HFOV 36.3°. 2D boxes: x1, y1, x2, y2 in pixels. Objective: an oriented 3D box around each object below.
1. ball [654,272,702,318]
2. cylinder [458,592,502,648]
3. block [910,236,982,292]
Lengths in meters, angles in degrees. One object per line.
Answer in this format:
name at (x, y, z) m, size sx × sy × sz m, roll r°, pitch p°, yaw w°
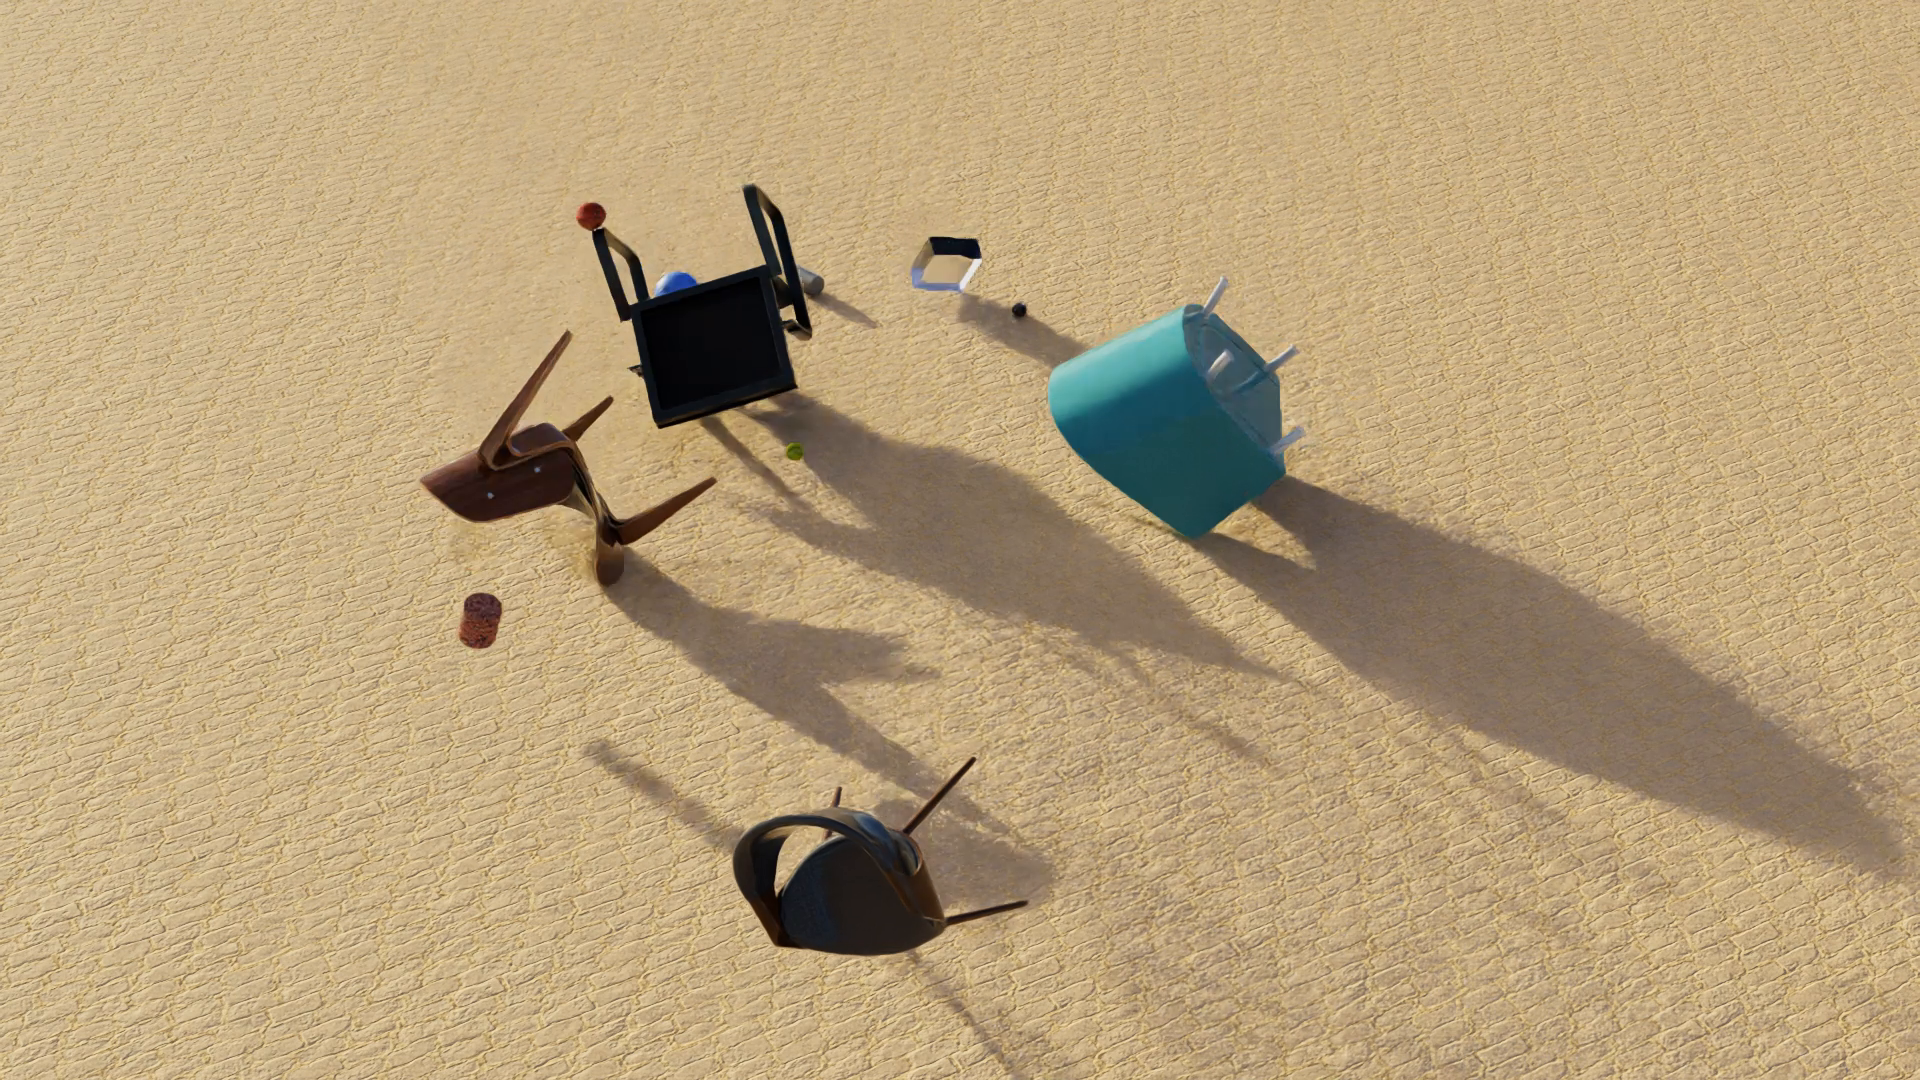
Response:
ball at (-1.163, -1.010, 12.079) m, size 0.192 × 0.192 × 0.192 m, roll 0°, pitch 33°, yaw 0°
cylinder at (-1.657, 0.279, 10.120) m, size 0.131 × 0.164 × 0.120 m, roll 4°, pitch 51°, yaw -16°
block at (-0.061, -1.170, 12.441) m, size 0.224 × 0.236 × 0.105 m, roll 1°, pitch 58°, yaw -25°
